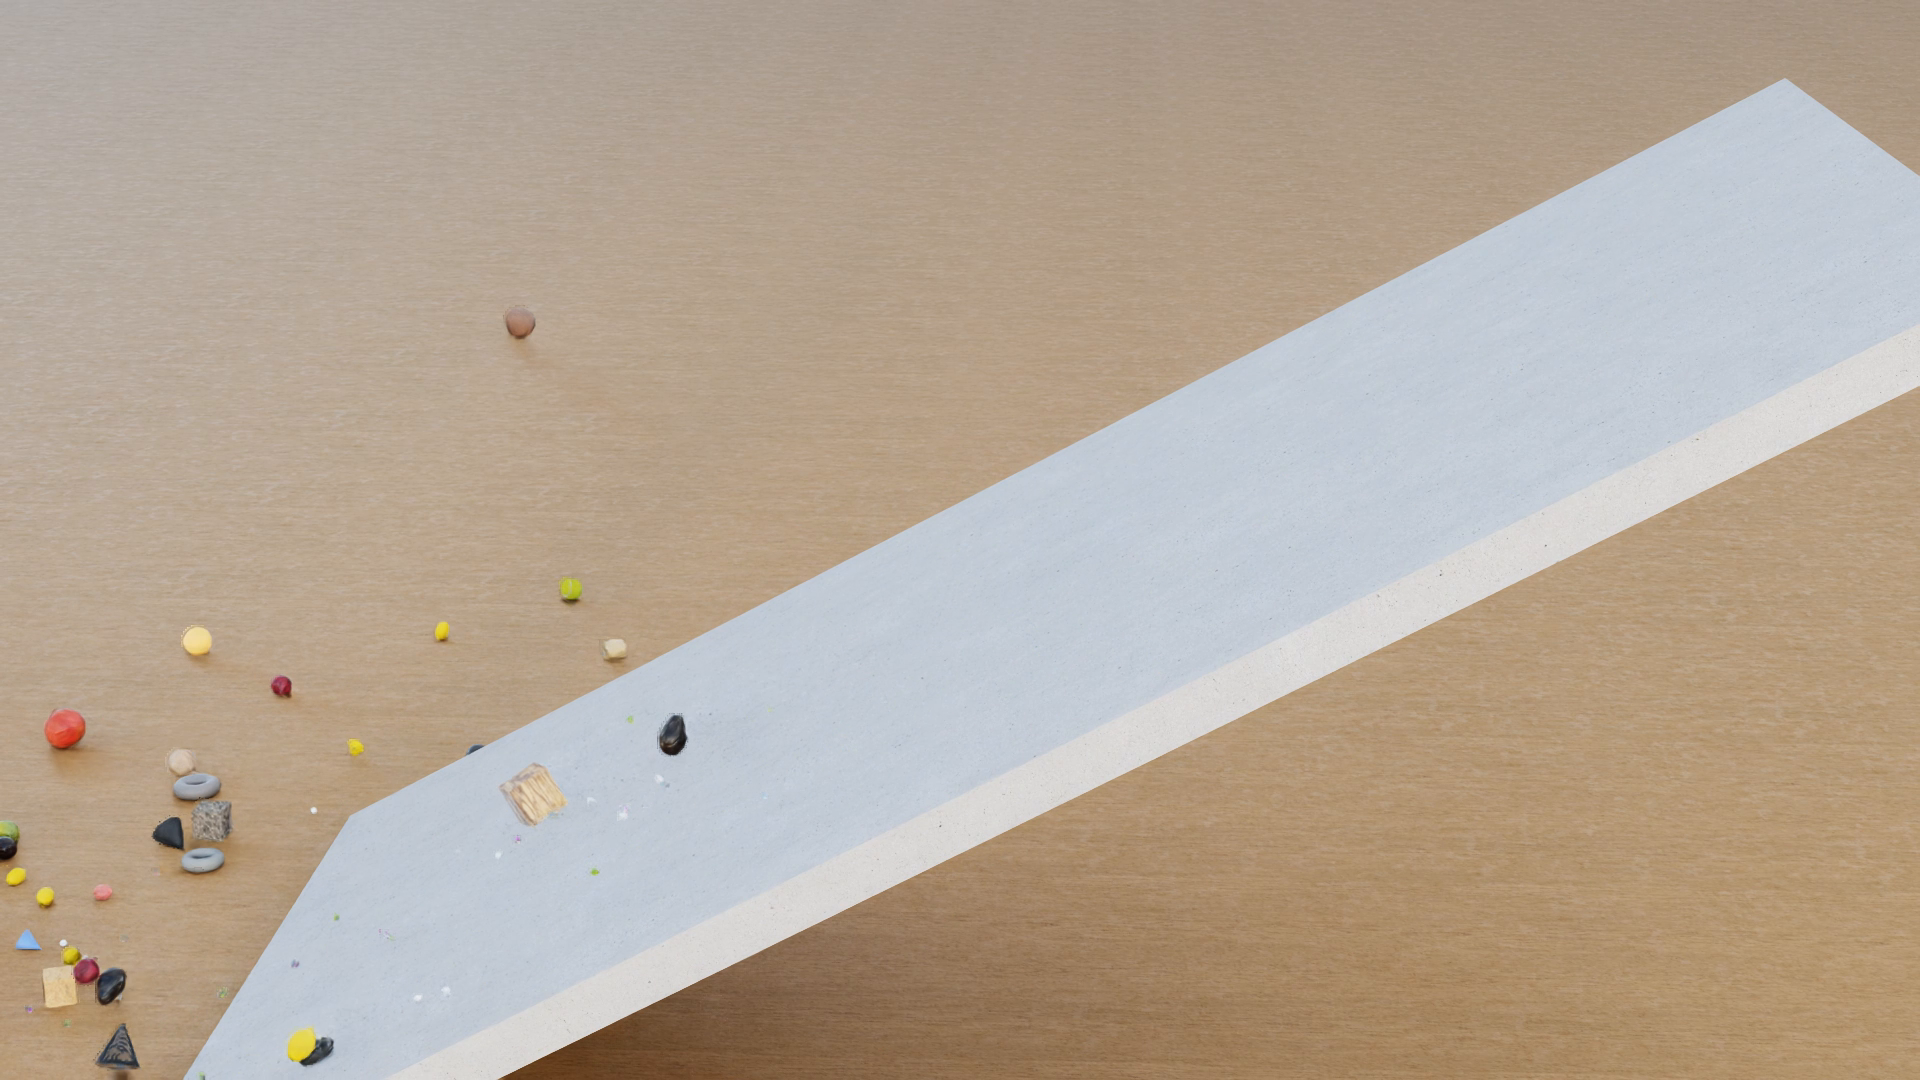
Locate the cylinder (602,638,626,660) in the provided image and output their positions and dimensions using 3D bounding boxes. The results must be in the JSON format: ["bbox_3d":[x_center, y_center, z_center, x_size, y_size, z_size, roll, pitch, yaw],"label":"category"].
[{"bbox_3d":[-1.057,0.334,8.972,0.059,0.059,0.059,-8,20,-22],"label":"cylinder"}]

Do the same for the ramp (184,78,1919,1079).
[{"bbox_3d":[0.141,0.167,6.282,4.000,0.100,2.000,-27,14,11],"label":"ramp"}]

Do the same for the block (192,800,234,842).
[{"bbox_3d":[-1.957,0.734,7.696,0.079,0.079,0.079,2,18,6],"label":"block"}]

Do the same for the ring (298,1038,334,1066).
[{"bbox_3d":[-1.291,1.027,5.901,0.079,0.026,0.079,-29,13,7],"label":"ring"}]

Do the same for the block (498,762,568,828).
[{"bbox_3d":[-0.966,0.577,6.655,0.100,0.100,0.100,-35,15,-19],"label":"block"}]

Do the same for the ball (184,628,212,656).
[{"bbox_3d":[-2.332,0.311,9.002,0.086,0.086,0.086,0,18,0],"label":"ball"}]

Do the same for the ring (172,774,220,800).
[{"bbox_3d":[-2.066,0.669,7.961,0.126,0.042,0.126,0,16,0],"label":"ring"}]

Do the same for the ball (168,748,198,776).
[{"bbox_3d":[-2.136,0.611,8.081,0.078,0.078,0.078,0,18,0],"label":"ball"}]

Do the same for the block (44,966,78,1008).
[{"bbox_3d":[-2.078,1.031,6.792,0.068,0.068,0.068,-6,19,-17],"label":"block"}]

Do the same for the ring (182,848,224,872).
[{"bbox_3d":[-1.932,0.817,7.509,0.109,0.036,0.109,-1,17,0],"label":"ring"}]

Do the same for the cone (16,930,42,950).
[{"bbox_3d":[-2.225,0.970,7.054,0.054,0.054,0.054,29,21,2],"label":"cone"}]

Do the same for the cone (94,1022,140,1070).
[{"bbox_3d":[-1.838,1.103,6.440,0.098,0.098,0.098,2,-18,1],"label":"cone"}]
